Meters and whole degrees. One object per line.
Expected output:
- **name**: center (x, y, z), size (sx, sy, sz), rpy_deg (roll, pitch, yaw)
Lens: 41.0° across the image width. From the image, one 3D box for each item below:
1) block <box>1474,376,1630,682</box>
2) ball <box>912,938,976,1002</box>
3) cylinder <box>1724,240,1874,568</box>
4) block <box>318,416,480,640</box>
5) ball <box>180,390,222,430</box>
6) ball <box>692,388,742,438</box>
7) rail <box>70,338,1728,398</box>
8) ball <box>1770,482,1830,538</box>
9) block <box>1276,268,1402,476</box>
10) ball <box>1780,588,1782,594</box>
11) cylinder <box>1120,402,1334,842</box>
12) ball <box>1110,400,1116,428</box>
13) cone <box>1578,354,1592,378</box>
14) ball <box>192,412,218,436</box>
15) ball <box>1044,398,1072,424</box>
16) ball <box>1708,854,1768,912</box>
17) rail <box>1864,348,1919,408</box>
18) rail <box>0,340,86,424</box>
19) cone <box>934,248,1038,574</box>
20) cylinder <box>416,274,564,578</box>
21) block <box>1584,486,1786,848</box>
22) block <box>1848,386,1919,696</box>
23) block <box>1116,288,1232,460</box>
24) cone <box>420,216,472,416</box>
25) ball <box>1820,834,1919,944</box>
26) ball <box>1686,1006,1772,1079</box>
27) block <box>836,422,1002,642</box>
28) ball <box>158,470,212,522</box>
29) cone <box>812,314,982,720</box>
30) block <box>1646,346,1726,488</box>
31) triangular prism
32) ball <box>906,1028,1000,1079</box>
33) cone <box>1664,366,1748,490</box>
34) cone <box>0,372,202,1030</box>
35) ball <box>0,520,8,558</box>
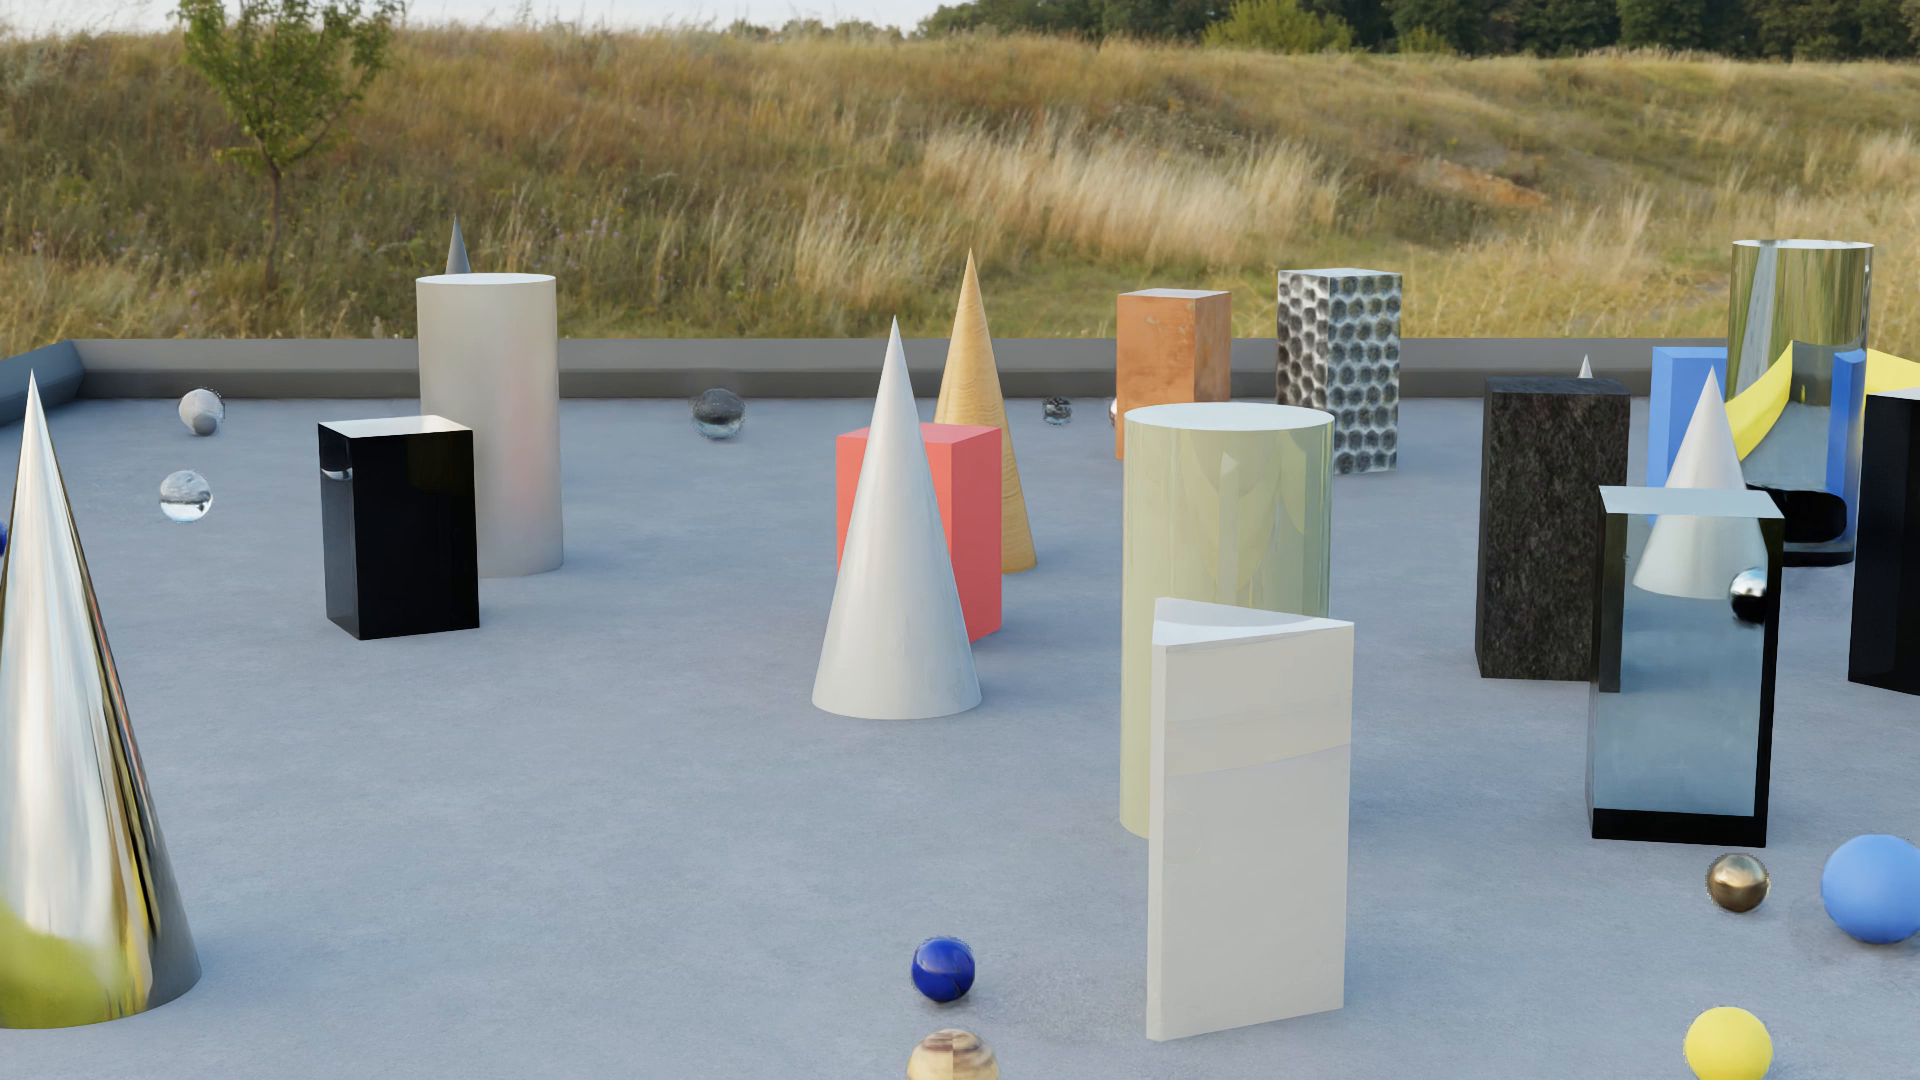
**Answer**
- **block**: center (0.719, -0.016, 3.126), size (0.159, 0.346, 0.159), rpy_deg (2, 11, 8)
- **ball**: center (-0.013, 0.338, 2.021), size (0.051, 0.051, 0.051), rpy_deg (0, 10, 0)
- **cylinder**: center (1.243, -0.207, 3.826), size (0.199, 0.467, 0.199), rpy_deg (0, 10, 0)
- **block**: center (-0.738, -0.020, 3.373), size (0.159, 0.263, 0.159), rpy_deg (-6, 12, -28)
- **ball**: center (-1.531, -0.262, 5.175), size (0.084, 0.084, 0.084), rpy_deg (0, 10, 0)
- **ball**: center (-0.479, -0.249, 5.064), size (0.100, 0.100, 0.100), rpy_deg (0, 10, 0)
- **rail**: center (-0.013, -0.378, 5.675), size (3.913, 0.129, 0.045), rpy_deg (0, 10, 0)
- **ball**: center (1.310, -0.047, 4.003), size (0.088, 0.088, 0.088), rpy_deg (0, 10, 0)
- **block**: center (0.689, -0.310, 4.683), size (0.159, 0.357, 0.159), rpy_deg (-5, 12, -27)
- **ball**: center (1.064, 0.064, 3.442), size (0.074, 0.074, 0.074), rpy_deg (0, 10, 0)
- **cylinder**: center (0.255, 0.078, 2.473), size (0.199, 0.398, 0.199), rpy_deg (0, 10, 0)
- **ball**: center (0.338, -0.252, 5.132), size (0.080, 0.080, 0.080), rpy_deg (0, 10, 0)
- **cone**: center (0.833, -0.077, 3.442), size (0.199, 0.351, 0.199), rpy_deg (0, 10, 0)
- **ball**: center (-1.503, -0.231, 5.107), size (0.048, 0.048, 0.048), rpy_deg (0, 10, 0)
- **ball**: center (0.201, -0.265, 5.265), size (0.057, 0.057, 0.057), rpy_deg (0, 10, 0)
- **ball**: center (0.677, 0.299, 2.235), size (0.051, 0.051, 0.051), rpy_deg (0, 10, 0)
- **rail**: center (1.933, 0.031, 3.460), size (0.045, 0.129, 4.575), rpy_deg (0, 10, 0)
- **rail**: center (-1.933, 0.035, 3.438), size (0.045, 0.129, 4.575), rpy_deg (0, 10, 0)
- **cone**: center (0.015, -0.196, 3.765), size (0.199, 0.468, 0.199), rpy_deg (0, 10, 0)
- **cylinder**: center (-0.686, -0.171, 3.752), size (0.199, 0.422, 0.199), rpy_deg (0, 10, 0)
- **block**: center (0.697, 0.118, 2.482), size (0.159, 0.316, 0.159), rpy_deg (2, 11, 11)
- **block**: center (1.176, 0.001, 3.030), size (0.159, 0.346, 0.159), rpy_deg (-8, 13, -37)
- **block**: center (0.400, -0.308, 4.809), size (0.159, 0.309, 0.159), rpy_deg (6, 12, 30)
- **cone**: center (-0.873, -0.334, 4.485), size (0.199, 0.477, 0.199), rpy_deg (0, 10, 0)
- **ball**: center (0.771, 0.293, 2.154), size (0.092, 0.092, 0.092), rpy_deg (0, 10, 0)
- **ball**: center (0.553, 0.366, 1.846), size (0.060, 0.060, 0.060), rpy_deg (0, 10, 0)
- **block**: center (-0.051, -0.008, 3.304), size (0.159, 0.265, 0.159), rpy_deg (5, 11, 24)
- **ball**: center (-1.250, -0.070, 4.140), size (0.084, 0.084, 0.084), rpy_deg (0, 10, 0)
- **cone**: center (-0.074, -0.036, 2.952), size (0.199, 0.449, 0.199), rpy_deg (0, 10, 0)
- **block**: center (1.193, -0.159, 4.084), size (0.159, 0.279, 0.159), rpy_deg (1, 11, 4)
- **triangular prism**: center (0.192, 0.209, 2.017), size (0.172, 0.307, 0.149), rpy_deg (-5, 12, -25)
- **ball**: center (-0.005, 0.374, 1.791), size (0.065, 0.065, 0.065), rpy_deg (0, 10, 0)
- **cone**: center (1.068, -0.097, 3.668), size (0.199, 0.308, 0.199), rpy_deg (0, 10, 0)
- **cone**: center (-0.713, 0.113, 2.017), size (0.199, 0.496, 0.199), rpy_deg (0, 10, 0)
- **ball**: center (-1.443, -0.002, 3.781), size (0.080, 0.080, 0.080), rpy_deg (0, 10, 0)
